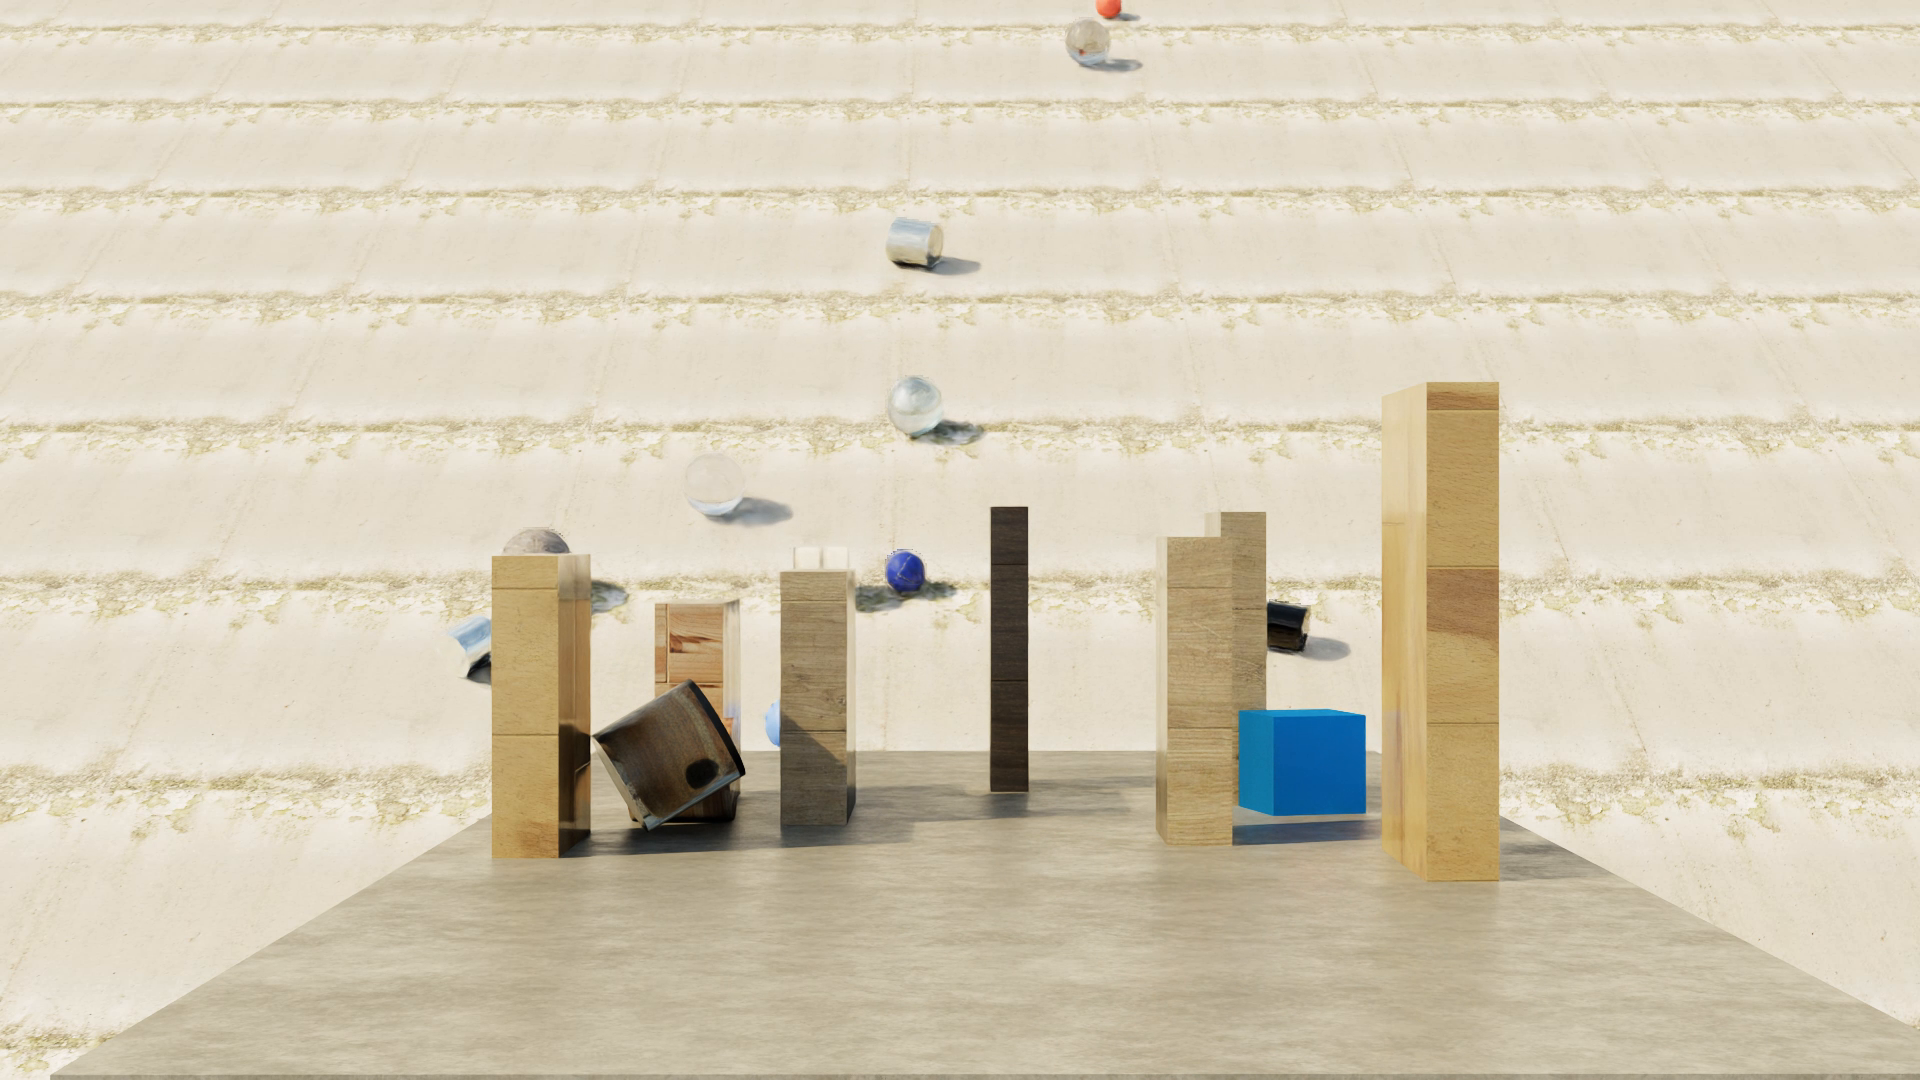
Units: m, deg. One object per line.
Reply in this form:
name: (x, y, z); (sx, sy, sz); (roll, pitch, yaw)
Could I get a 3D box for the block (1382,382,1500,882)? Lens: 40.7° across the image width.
block: (0.800, 0.146, 4.337); (0.116, 0.796, 0.435); (0, 0, 0)

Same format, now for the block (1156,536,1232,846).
block: (0.426, 0.269, 4.730); (0.116, 0.550, 0.265); (0, 0, 0)

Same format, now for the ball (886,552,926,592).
ball: (-0.158, 0.092, 7.491); (0.118, 0.118, 0.118); (0, 30, 0)

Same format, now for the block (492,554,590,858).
block: (-0.745, 0.286, 4.622); (0.114, 0.518, 0.390); (0, 0, 0)

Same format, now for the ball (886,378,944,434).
ball: (-0.144, -0.431, 8.341); (0.185, 0.185, 0.185); (0, 30, 0)

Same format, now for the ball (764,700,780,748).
ball: (-0.431, 0.471, 6.638); (0.141, 0.141, 0.141); (0, 30, 0)

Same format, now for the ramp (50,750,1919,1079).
ramp: (0.067, 0.594, 4.649); (2.000, 0.100, 4.000); (0, 0, 0)

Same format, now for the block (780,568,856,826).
block: (-0.279, 0.302, 5.152); (0.127, 0.484, 0.439); (0, 0, 0)

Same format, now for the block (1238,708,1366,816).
block: (0.687, 0.445, 5.207); (0.195, 0.195, 0.195); (0, 0, -14)

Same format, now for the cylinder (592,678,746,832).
cylinder: (-0.544, 0.402, 4.827); (0.210, 0.210, 0.210); (-30, 38, -14)

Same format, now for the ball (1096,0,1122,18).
ball: (0.690, -2.486, 12.003); (0.124, 0.124, 0.124); (0, 30, 0)

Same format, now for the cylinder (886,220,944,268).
cylinder: (-0.167, -1.090, 9.520); (0.160, 0.160, 0.160); (12, 32, 19)

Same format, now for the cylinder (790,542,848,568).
cylinder: (-0.397, 0.097, 7.442); (0.156, 0.156, 0.156); (-10, 30, -3)

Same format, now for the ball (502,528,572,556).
ball: (-1.218, 0.070, 7.442); (0.207, 0.207, 0.207); (0, 30, 0)

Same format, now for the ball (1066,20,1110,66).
ball: (0.566, -2.196, 11.417); (0.200, 0.200, 0.200); (0, 30, 0)

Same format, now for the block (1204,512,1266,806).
block: (0.580, 0.242, 5.465); (0.094, 0.601, 0.346); (0, 0, 0)

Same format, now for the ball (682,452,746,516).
ball: (-0.750, -0.170, 7.877); (0.191, 0.191, 0.191); (0, 30, 0)

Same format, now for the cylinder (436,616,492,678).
cylinder: (-1.351, 0.293, 7.130); (0.129, 0.129, 0.129); (20, 35, 31)

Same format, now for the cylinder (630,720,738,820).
cylinder: (-0.538, 0.445, 5.033); (0.197, 0.197, 0.197); (3, 29, -7)

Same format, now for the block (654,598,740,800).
block: (-0.538, 0.335, 5.335); (0.136, 0.418, 0.407); (0, 0, 0)

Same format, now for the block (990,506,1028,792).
block: (0.107, 0.235, 5.689); (0.081, 0.615, 0.243); (0, 0, 0)
